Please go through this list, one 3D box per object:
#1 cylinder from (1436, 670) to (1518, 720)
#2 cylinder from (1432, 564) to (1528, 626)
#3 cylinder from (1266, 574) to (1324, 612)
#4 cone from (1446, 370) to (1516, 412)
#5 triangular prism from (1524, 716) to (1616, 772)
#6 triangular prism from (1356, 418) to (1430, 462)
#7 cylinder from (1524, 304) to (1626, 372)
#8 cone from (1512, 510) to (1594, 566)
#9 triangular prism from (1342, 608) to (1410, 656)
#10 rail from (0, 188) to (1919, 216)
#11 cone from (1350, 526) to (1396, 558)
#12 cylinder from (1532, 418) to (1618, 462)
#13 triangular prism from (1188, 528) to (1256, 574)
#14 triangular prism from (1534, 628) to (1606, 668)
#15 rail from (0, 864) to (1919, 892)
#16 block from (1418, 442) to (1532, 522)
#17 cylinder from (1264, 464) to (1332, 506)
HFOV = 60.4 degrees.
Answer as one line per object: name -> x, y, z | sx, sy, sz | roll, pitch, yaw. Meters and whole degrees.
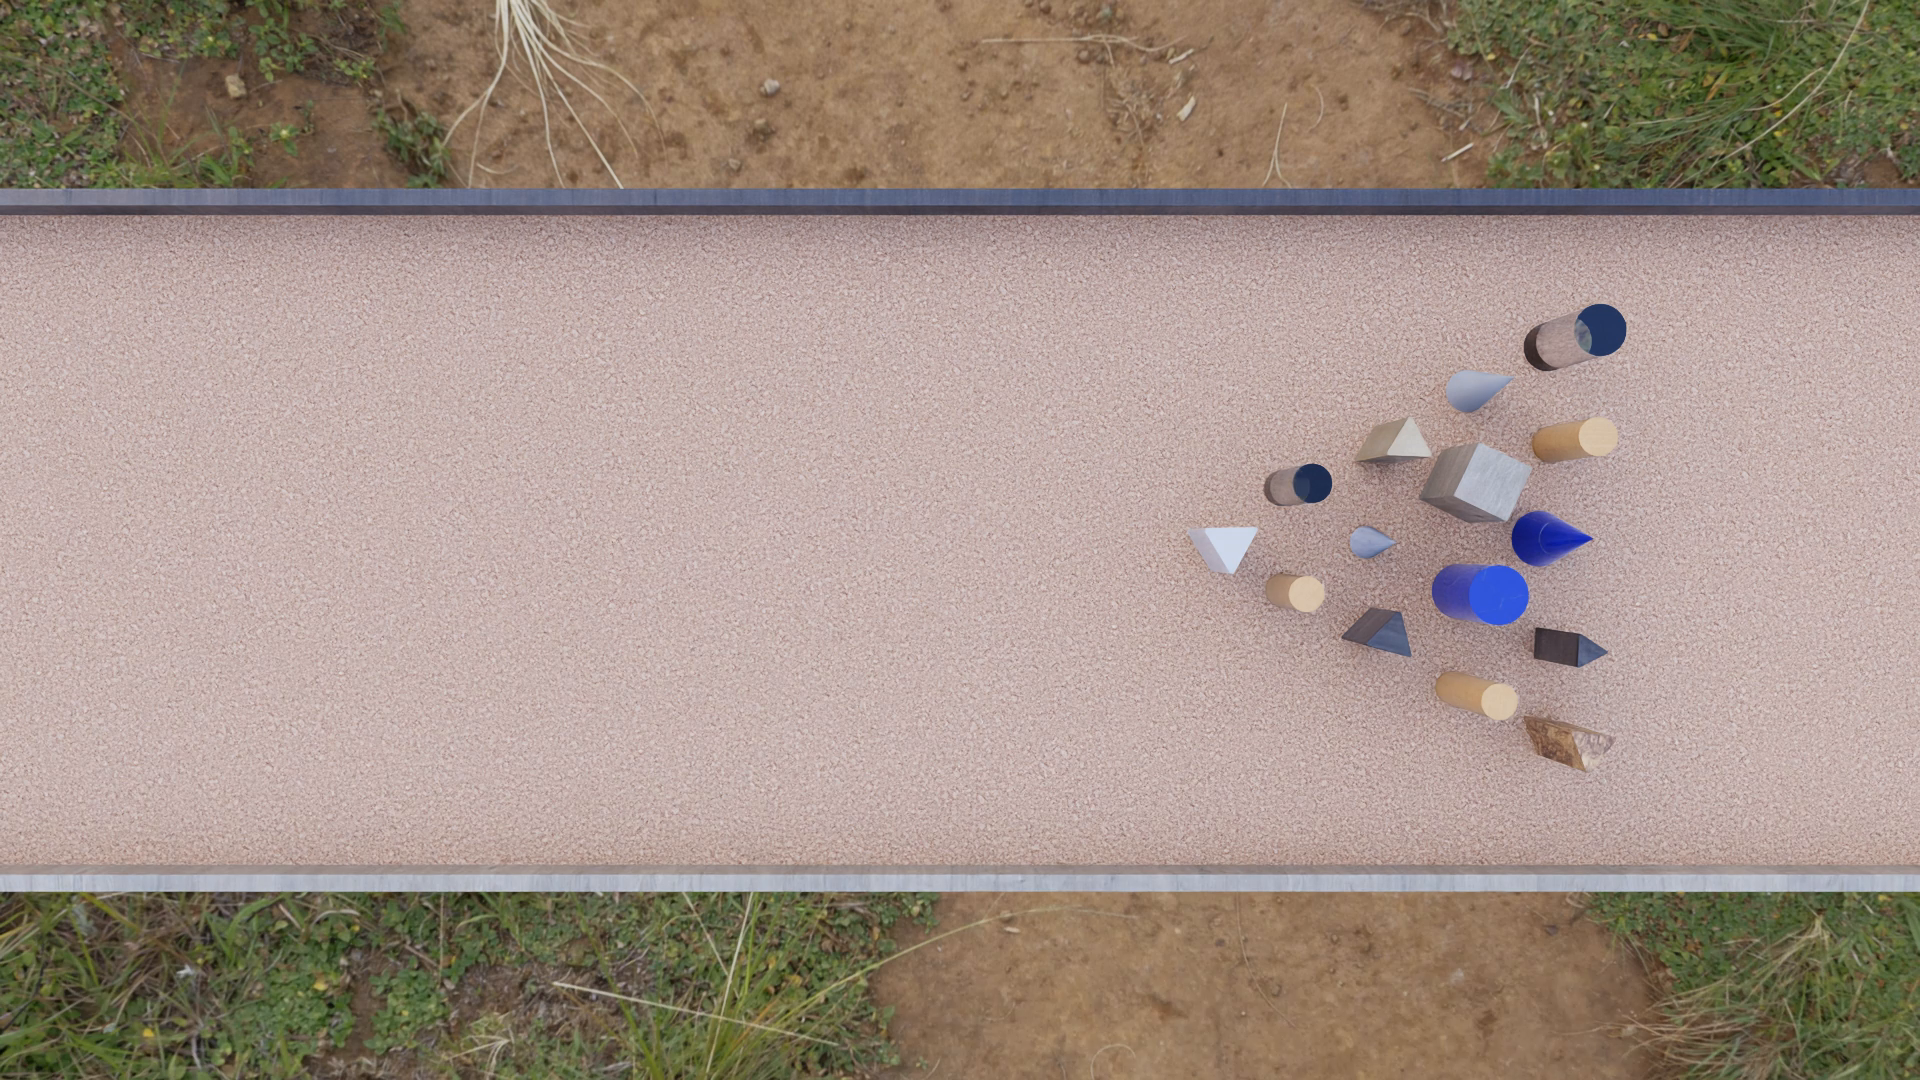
cylinder -> 1.514, 0.454, 4.852 | 0.103, 0.449, 0.103 | 0, 90, 0
cylinder -> 1.537, 0.158, 4.891 | 0.171, 0.371, 0.171 | 0, 90, 0
cylinder -> 0.990, 0.155, 4.893 | 0.103, 0.366, 0.103 | 0, 90, 0
cone -> 1.561, -0.458, 4.854 | 0.130, 0.445, 0.130 | 0, 90, 0
triangular prism -> 1.778, 0.578, 4.875 | 0.110, 0.402, 0.127 | 39, 90, 0
triangular prism -> 1.279, -0.296, 4.882 | 0.126, 0.389, 0.109 | 2, 90, 0
cylinder -> 1.808, -0.593, 4.867 | 0.149, 0.420, 0.149 | 0, 90, 0
cone -> 1.783, -0.004, 4.857 | 0.173, 0.438, 0.173 | 0, 90, 0
triangular prism -> 1.254, 0.263, 4.919 | 0.134, 0.315, 0.116 | 16, 90, 0
rail -> -2.247, -1.025, 5.002 | 12.000, 0.150, 0.050 | 0, 90, 0
cone -> 1.250, 0.007, 4.896 | 0.101, 0.361, 0.101 | 0, 90, 0
cylinder -> 1.817, -0.294, 4.885 | 0.112, 0.383, 0.112 | 0, 90, 0
triangular prism -> 0.794, 0.000, 4.893 | 0.129, 0.368, 0.149 | -31, 90, 0
triangular prism -> 1.792, 0.306, 4.897 | 0.095, 0.359, 0.083 | -27, 90, 0
rail -> -2.247, 1.025, 5.001 | 12.000, 0.150, 0.050 | 0, 90, 0
block -> 1.524, -0.166, 4.895 | 0.170, 0.363, 0.170 | 26, 90, 0
cylinder -> 0.991, -0.159, 4.857 | 0.112, 0.440, 0.112 | 0, 90, 0
